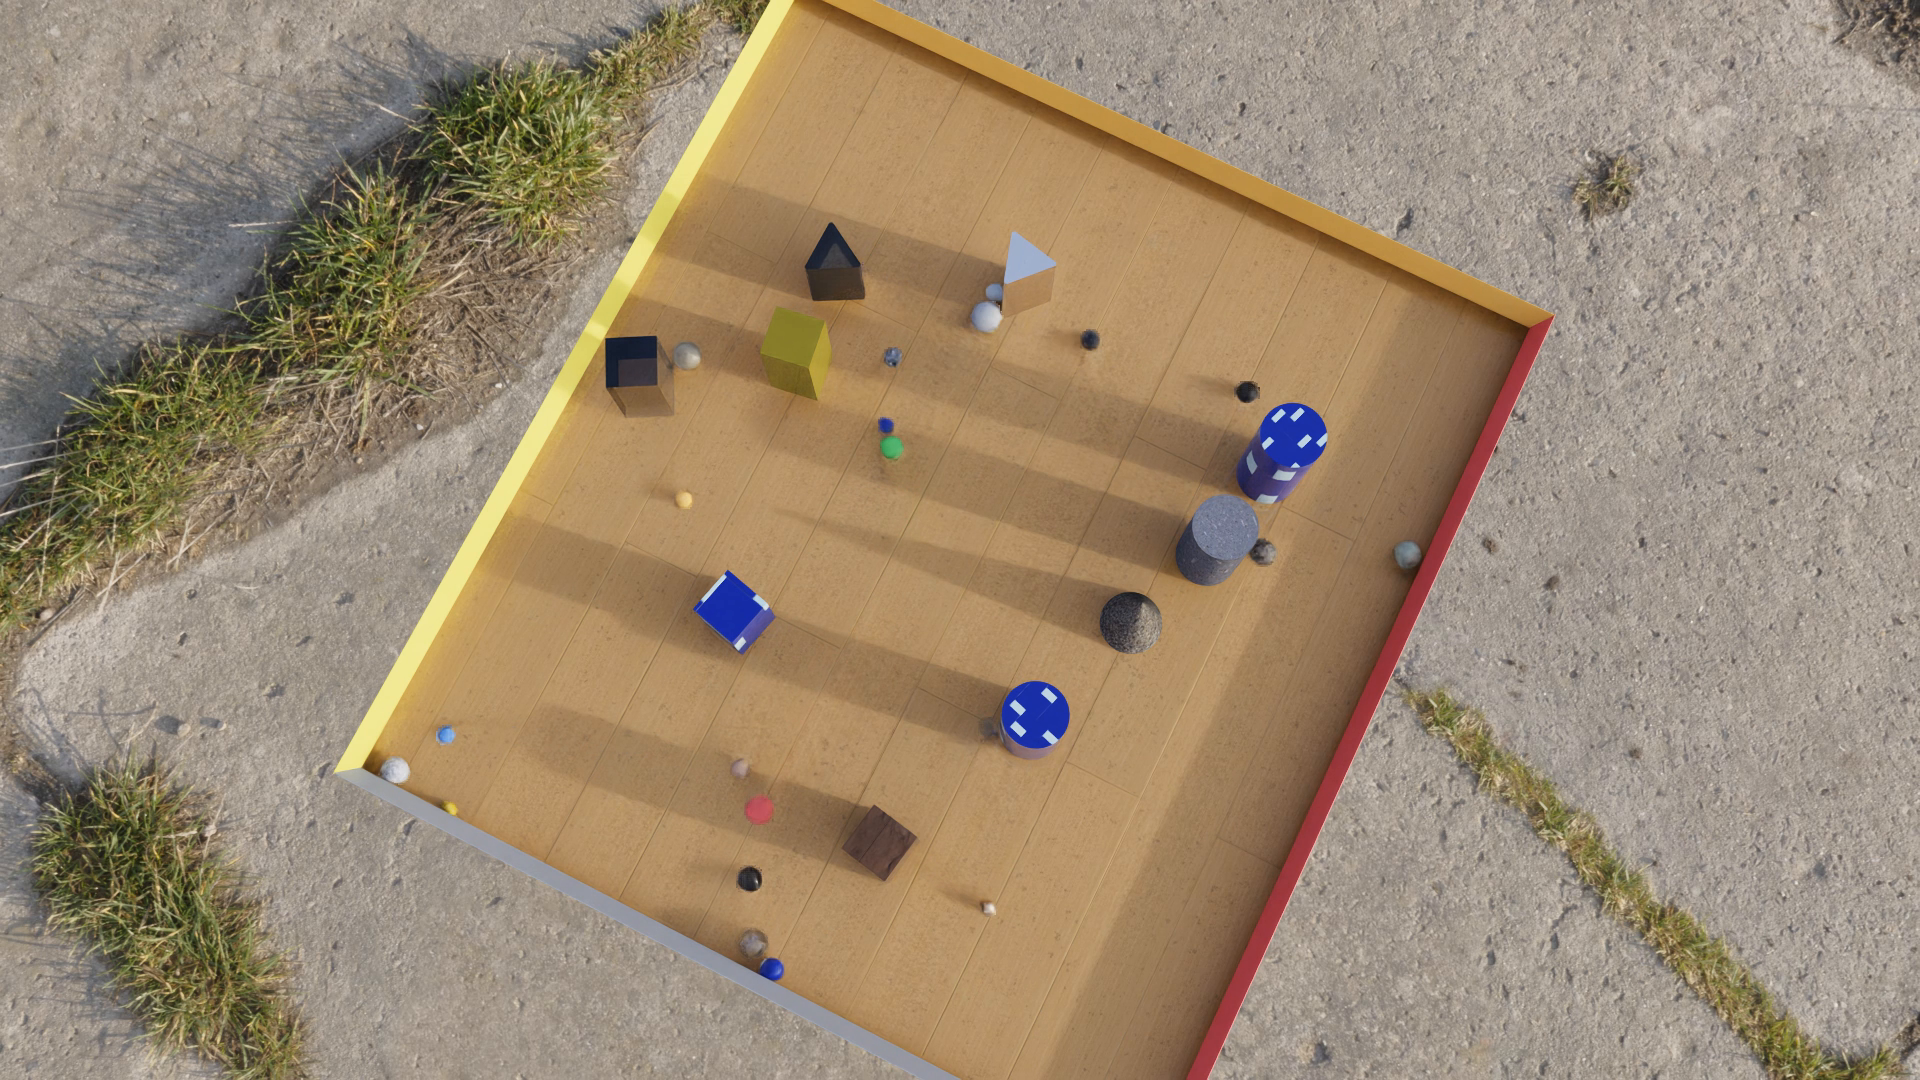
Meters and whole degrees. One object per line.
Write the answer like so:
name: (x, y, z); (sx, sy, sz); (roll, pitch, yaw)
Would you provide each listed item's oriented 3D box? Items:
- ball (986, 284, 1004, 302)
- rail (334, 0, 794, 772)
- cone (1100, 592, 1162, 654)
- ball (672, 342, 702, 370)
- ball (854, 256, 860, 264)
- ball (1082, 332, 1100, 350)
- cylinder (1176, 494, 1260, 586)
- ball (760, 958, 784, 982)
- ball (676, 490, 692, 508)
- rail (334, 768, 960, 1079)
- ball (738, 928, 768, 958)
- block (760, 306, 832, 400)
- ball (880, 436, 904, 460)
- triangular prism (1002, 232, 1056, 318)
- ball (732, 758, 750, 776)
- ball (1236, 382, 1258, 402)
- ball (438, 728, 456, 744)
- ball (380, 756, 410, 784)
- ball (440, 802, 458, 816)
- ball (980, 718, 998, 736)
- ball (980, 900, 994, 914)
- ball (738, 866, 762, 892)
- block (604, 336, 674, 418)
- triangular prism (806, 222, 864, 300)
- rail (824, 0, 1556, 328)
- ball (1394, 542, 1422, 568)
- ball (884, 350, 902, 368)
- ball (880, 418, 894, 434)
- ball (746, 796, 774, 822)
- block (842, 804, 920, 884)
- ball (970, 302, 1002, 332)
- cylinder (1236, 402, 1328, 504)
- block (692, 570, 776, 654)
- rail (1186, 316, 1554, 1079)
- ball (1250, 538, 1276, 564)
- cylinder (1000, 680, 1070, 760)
ball: (0.111, -0.774, 5.746); (0.059, 0.059, 0.059); (0, 78, 0)
rail: (-1.164, -0.563, 5.669); (0.045, 0.124, 2.891); (26, 80, 5)
cone: (0.519, 0.215, 5.387); (0.190, 0.362, 0.190); (0, 78, 0)
ball: (-0.847, -0.570, 5.689); (0.089, 0.089, 0.089); (0, 78, 0)
ball: (-0.338, -0.872, 5.775); (0.043, 0.043, 0.043); (0, 78, 0)
ball: (0.407, -0.621, 5.715); (0.059, 0.059, 0.059); (0, 78, 0)
cylinder: (0.754, 0.005, 5.404); (0.190, 0.414, 0.190); (0, 78, 0)
ball: (-0.548, 1.248, 5.323); (0.070, 0.070, 0.070); (0, 78, 0)
ball: (-0.847, -0.126, 5.617); (0.049, 0.049, 0.049); (0, 78, 0)
rail: (-0.636, 1.252, 5.293); (2.649, 0.124, 0.045); (26, 80, 5)
ball: (-0.601, 1.174, 5.330); (0.086, 0.086, 0.086); (0, 78, 0)
block: (-0.493, -0.562, 5.555); (0.152, 0.347, 0.152); (17, 79, 4)
ball: (-0.209, -0.284, 5.640); (0.069, 0.069, 0.069); (0, 78, 0)
triangular prism: (0.185, -0.825, 5.624); (0.165, 0.320, 0.143); (-21, 79, -4)
ball: (-0.653, 0.678, 5.449); (0.053, 0.053, 0.053); (0, 78, 0)
ball: (0.889, -0.457, 5.678); (0.065, 0.065, 0.065); (0, 78, 0)
ball: (-1.532, 0.583, 5.471); (0.048, 0.048, 0.048); (0, 78, 0)
ball: (-1.675, 0.682, 5.433); (0.082, 0.082, 0.082); (0, 78, 0)
ball: (-1.514, 0.800, 5.426); (0.049, 0.049, 0.049); (0, 78, 0)
ball: (0.084, 0.560, 5.473); (0.054, 0.054, 0.054); (0, 78, 0)
ball: (0.082, 1.078, 5.372); (0.041, 0.041, 0.041); (0, 78, 0)
ball: (-0.615, 0.995, 5.373); (0.073, 0.073, 0.073); (0, 78, 0)
block: (-0.966, -0.491, 5.548); (0.152, 0.333, 0.152); (-3, 78, -1)
triangular prism: (-0.385, -0.858, 5.645); (0.165, 0.291, 0.143); (-3, 78, -1)
rail: (0.636, -1.239, 5.809); (2.649, 0.124, 0.045); (26, 80, 5)
ball: (1.359, 0.046, 5.565); (0.081, 0.081, 0.081); (0, 78, 0)
ball: (-0.209, -0.566, 5.705); (0.057, 0.057, 0.057); (0, 78, 0)
ball: (-0.227, -0.352, 5.666); (0.047, 0.047, 0.047); (0, 78, 0)
ball: (-0.591, 0.794, 5.411); (0.080, 0.080, 0.080); (0, 78, 0)
block: (-0.225, 0.877, 5.272); (0.152, 0.319, 0.152); (36, 81, 7)
ball: (0.081, -0.694, 5.711); (0.095, 0.095, 0.095); (0, 78, 0)
cylinder: (0.948, -0.252, 5.433); (0.190, 0.461, 0.190); (0, 78, 0)
block: (-0.667, 0.218, 5.440); (0.152, 0.258, 0.152); (40, 81, 8)
rail: (1.164, 0.576, 5.433); (0.045, 0.124, 2.891); (26, 80, 5)
ball: (0.920, 0.035, 5.570); (0.077, 0.077, 0.077); (0, 78, 0)
cylinder: (0.213, 0.527, 5.319); (0.190, 0.370, 0.190); (0, 78, 0)
